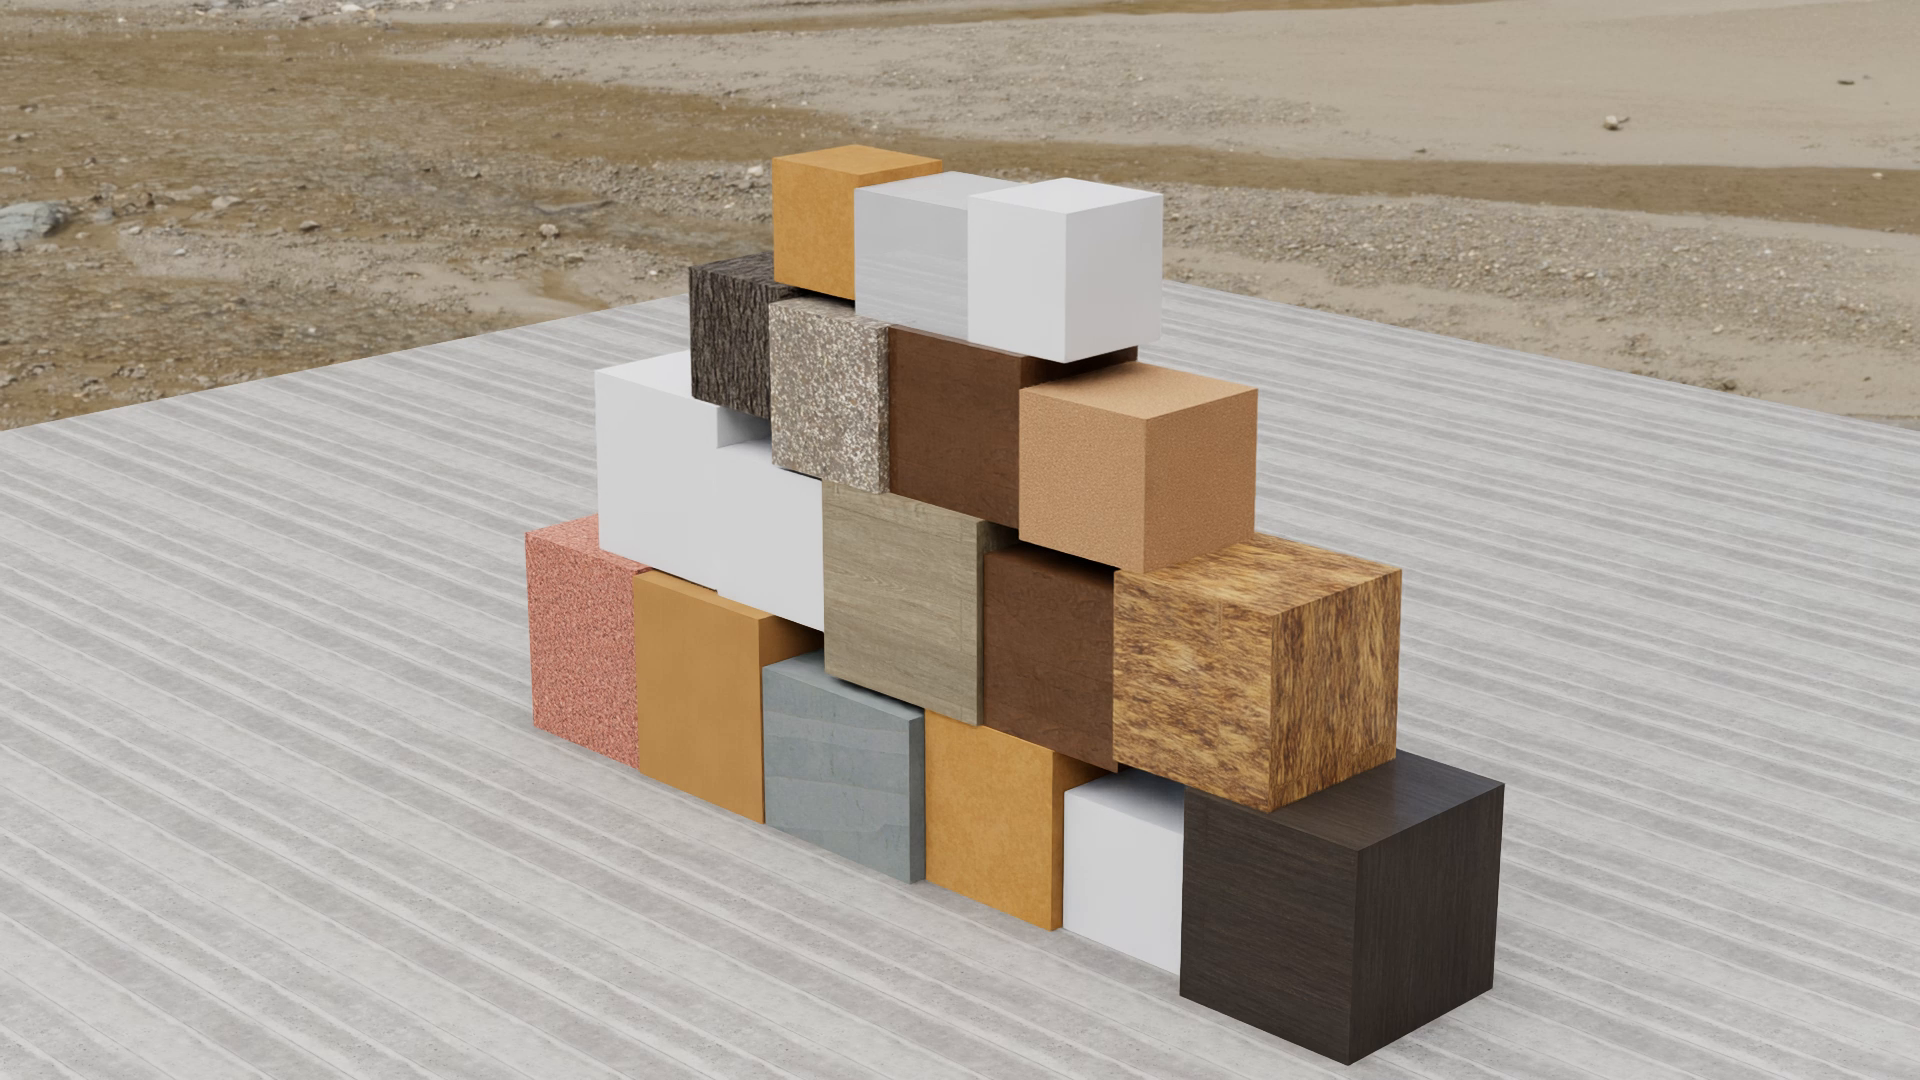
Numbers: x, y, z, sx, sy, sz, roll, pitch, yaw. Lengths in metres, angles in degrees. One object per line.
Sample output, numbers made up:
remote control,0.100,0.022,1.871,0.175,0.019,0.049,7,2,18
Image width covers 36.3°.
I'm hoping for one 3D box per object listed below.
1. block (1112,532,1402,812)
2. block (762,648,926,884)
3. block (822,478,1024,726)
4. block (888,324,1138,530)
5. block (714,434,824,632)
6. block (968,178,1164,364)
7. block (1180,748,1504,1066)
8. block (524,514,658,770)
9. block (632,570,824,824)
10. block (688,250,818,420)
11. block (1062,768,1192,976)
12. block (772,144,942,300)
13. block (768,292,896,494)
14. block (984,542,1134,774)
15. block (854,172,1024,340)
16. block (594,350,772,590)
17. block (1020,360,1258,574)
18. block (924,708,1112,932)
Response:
block,1.233,0.522,12.205,0.844,0.829,0.837,-17,23,-42
block,-0.225,0.978,13.900,1.001,0.800,0.991,-17,24,-42
block,0.012,0.183,13.372,0.817,0.940,0.988,-17,24,-42
block,0.232,-0.567,12.926,0.738,0.756,0.805,-17,24,-42
block,-0.598,-0.088,13.961,0.768,0.725,0.825,17,24,42
block,0.448,-1.159,12.493,0.605,0.631,0.568,-17,24,-42
block,1.581,1.454,12.169,0.986,0.928,0.886,-17,24,-42
block,-1.570,0.459,15.125,0.949,1.055,0.889,-17,24,-42
block,-0.915,0.661,14.514,1.010,1.035,0.928,-17,24,-42
block,-0.808,-0.981,13.855,0.644,0.634,0.678,17,24,42
block,0.979,1.410,12.782,0.694,0.646,0.791,-17,24,-42
block,-0.466,-1.452,13.355,0.573,0.571,0.516,17,24,42
block,-0.326,-0.722,13.431,0.714,0.756,0.815,16,24,43
block,0.662,0.440,12.796,0.786,0.794,0.794,-17,24,-42
block,0.001,-1.266,12.949,0.710,0.566,0.613,16,24,42
block,-1.193,-0.377,14.502,0.797,0.917,0.920,-17,25,-42
block,0.753,-0.320,12.426,0.712,0.660,0.709,-17,24,-42
block,0.399,1.149,13.276,0.788,0.847,0.786,-17,24,-42
